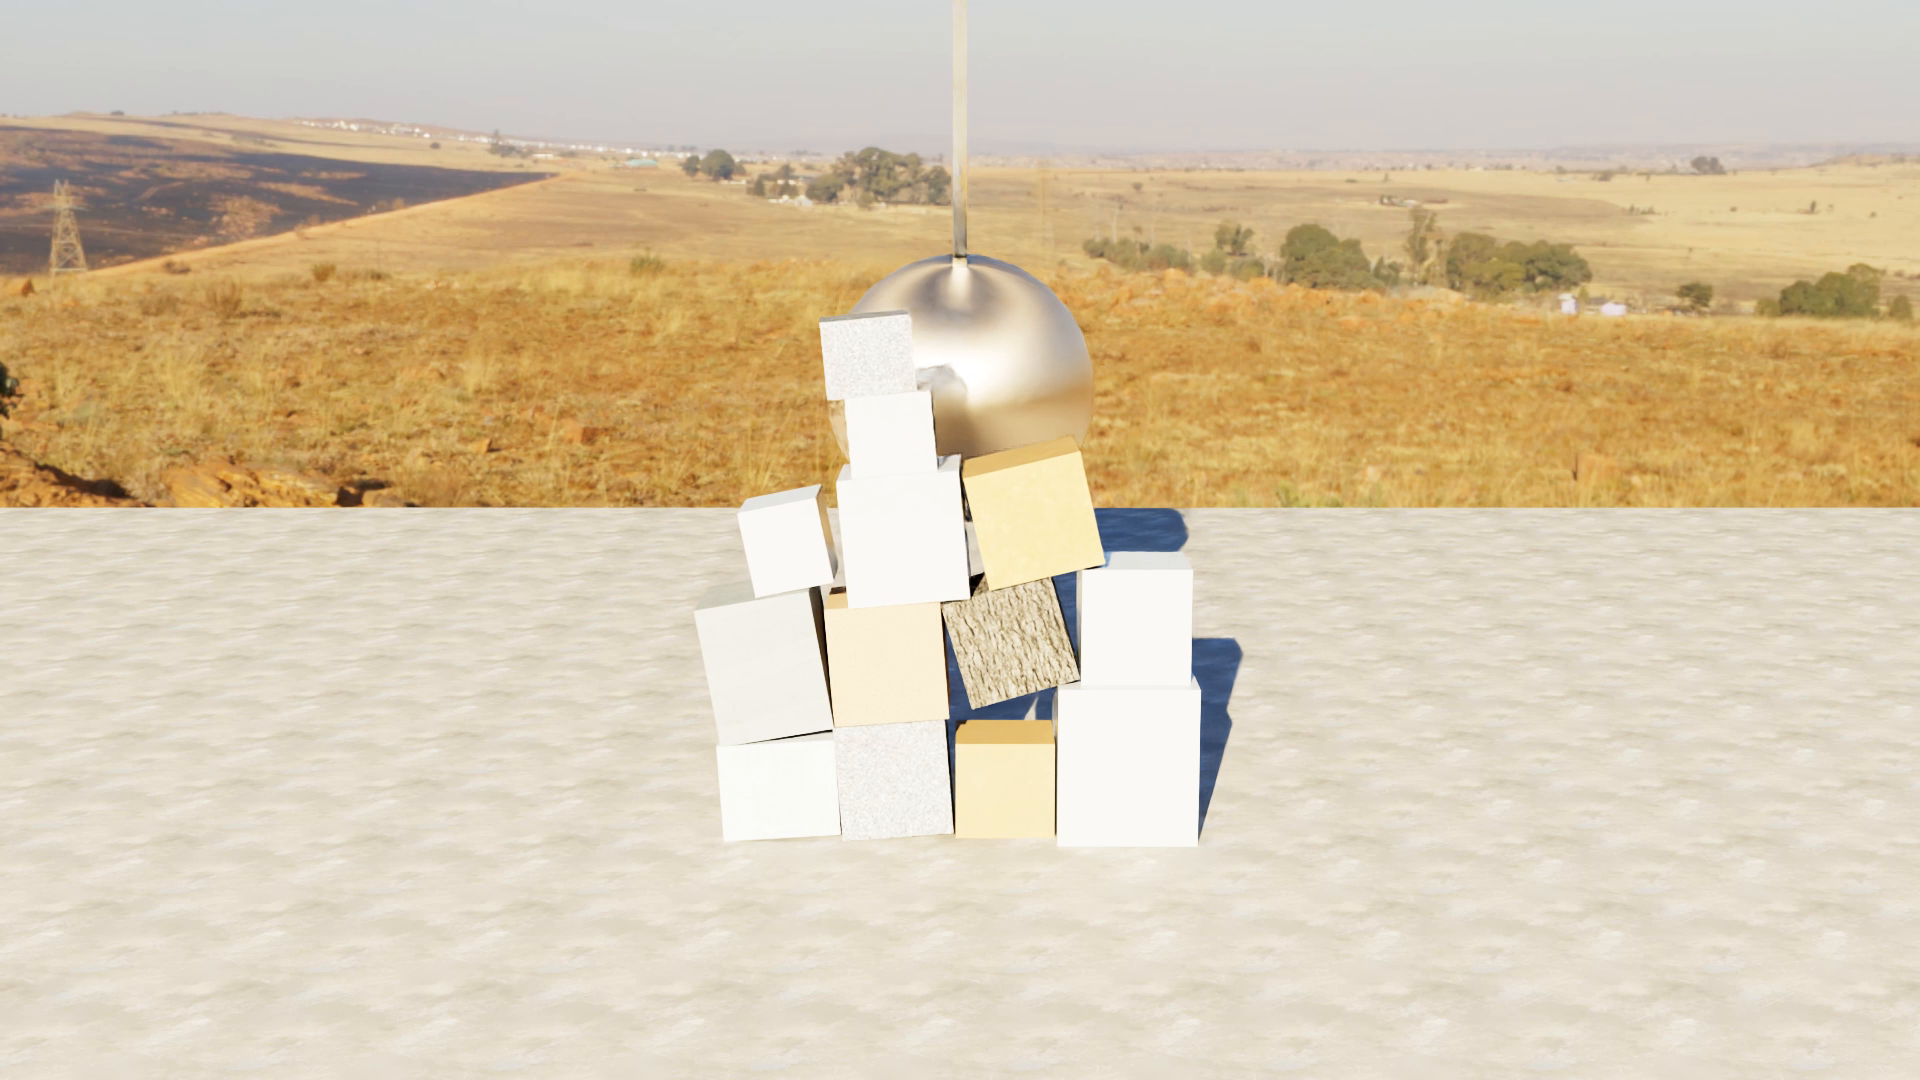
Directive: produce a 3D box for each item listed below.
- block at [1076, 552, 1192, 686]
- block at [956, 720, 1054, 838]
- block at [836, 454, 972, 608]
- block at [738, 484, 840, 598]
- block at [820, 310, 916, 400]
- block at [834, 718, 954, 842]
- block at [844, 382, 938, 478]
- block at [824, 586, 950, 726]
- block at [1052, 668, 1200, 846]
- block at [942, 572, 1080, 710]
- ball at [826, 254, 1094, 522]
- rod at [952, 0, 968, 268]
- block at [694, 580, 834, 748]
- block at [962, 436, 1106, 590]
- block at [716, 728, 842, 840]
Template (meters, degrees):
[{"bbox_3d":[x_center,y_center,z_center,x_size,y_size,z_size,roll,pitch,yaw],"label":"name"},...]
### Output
[{"bbox_3d":[0.883,0.393,11.232,0.548,0.589,0.505,0,10,0],"label":"block"},{"bbox_3d":[0.230,1.234,11.398,0.501,0.494,0.468,0,10,0],"label":"block"},{"bbox_3d":[-0.276,-0.050,11.161,0.606,0.644,0.572,-5,10,2],"label":"block"},{"bbox_3d":[-0.868,-0.001,11.177,0.397,0.435,0.455,-11,10,2],"label":"block"},{"bbox_3d":[-0.463,-0.929,10.990,0.443,0.383,0.376,-6,10,-3],"label":"block"},{"bbox_3d":[-0.336,1.165,11.385,0.562,0.593,0.572,-4,10,1],"label":"block"},{"bbox_3d":[-0.342,-0.558,11.070,0.425,0.395,0.391,-5,10,1],"label":"block"},{"bbox_3d":[-0.364,0.573,11.296,0.579,0.604,0.567,-4,10,1],"label":"block"},{"bbox_3d":[0.844,1.078,11.373,0.706,0.810,0.749,0,10,0],"label":"block"},{"bbox_3d":[0.256,0.464,11.262,0.565,0.553,0.553,-16,10,3],"label":"block"},{"bbox_3d":[0.000,-0.903,13.124,1.600,1.600,1.600,0,10,0],"label":"ball"},{"bbox_3d":[0.000,-3.832,11.397,0.080,5.200,0.080,0,31,0],"label":"rod"},{"bbox_3d":[-0.976,0.595,11.286,0.578,0.711,0.608,-10,10,2],"label":"block"},{"bbox_3d":[0.363,-0.146,11.153,0.588,0.575,0.633,-13,10,1],"label":"block"},{"bbox_3d":[-0.915,1.216,11.402,0.593,0.495,0.585,-3,10,1],"label":"block"}]
